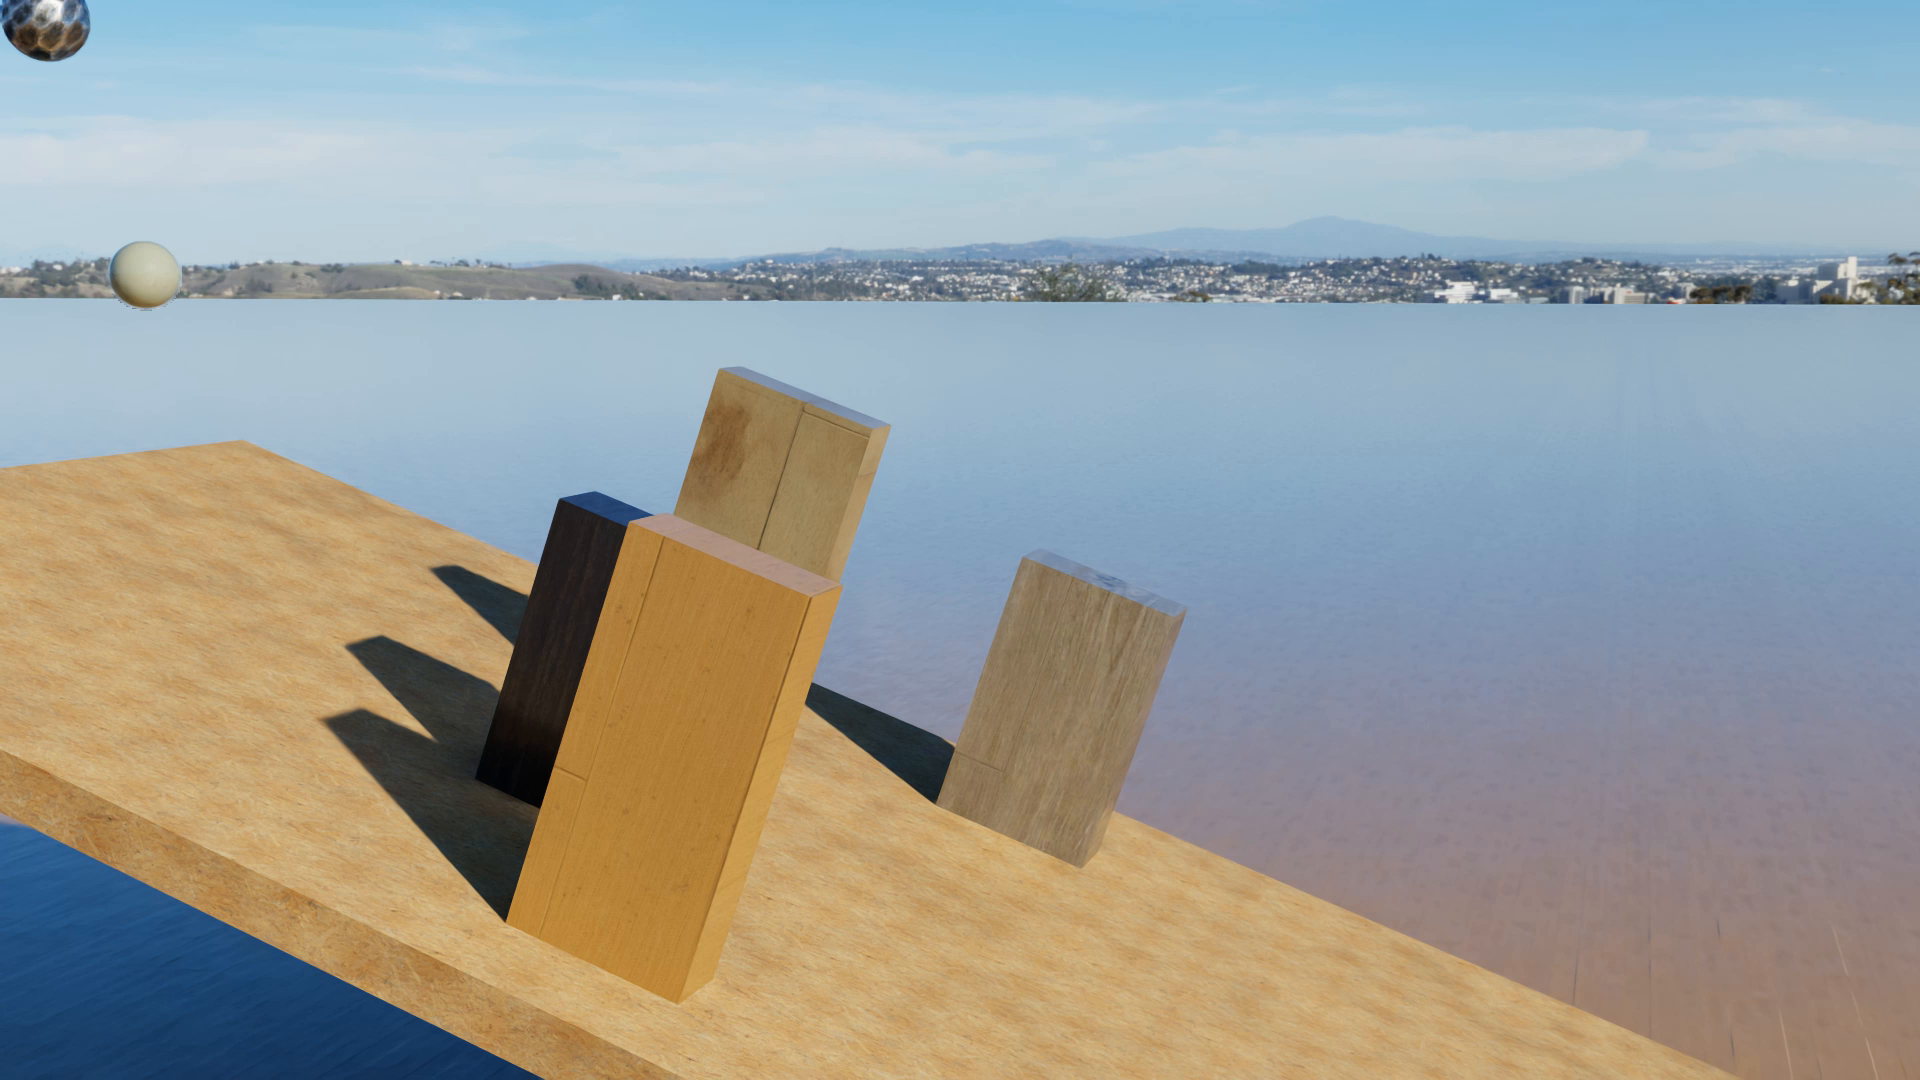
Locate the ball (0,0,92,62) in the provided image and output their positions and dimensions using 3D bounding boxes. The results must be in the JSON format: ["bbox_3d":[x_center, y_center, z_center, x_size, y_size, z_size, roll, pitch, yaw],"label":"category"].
[{"bbox_3d":[-1.992,-1.136,4.794,0.183,0.183,0.183,0,7,0],"label":"ball"}]

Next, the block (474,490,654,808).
[{"bbox_3d":[-0.655,0.221,3.984,0.266,0.550,0.144,22,12,14],"label":"block"}]

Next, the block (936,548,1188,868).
[{"bbox_3d":[0.214,0.353,4.657,0.341,0.575,0.146,22,12,14],"label":"block"}]

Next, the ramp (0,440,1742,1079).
[{"bbox_3d":[-0.340,0.628,4.215,4.000,0.100,2.000,22,12,14],"label":"ramp"}]

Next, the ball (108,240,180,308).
[{"bbox_3d":[-1.706,-0.555,4.604,0.142,0.142,0.142,0,7,0],"label":"ball"}]

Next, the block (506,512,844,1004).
[{"bbox_3d":[-0.450,0.339,3.443,0.315,0.688,0.134,22,12,14],"label":"block"}]

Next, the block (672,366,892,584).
[{"bbox_3d":[-0.428,0.078,4.414,0.339,0.779,0.114,22,12,14],"label":"block"}]
